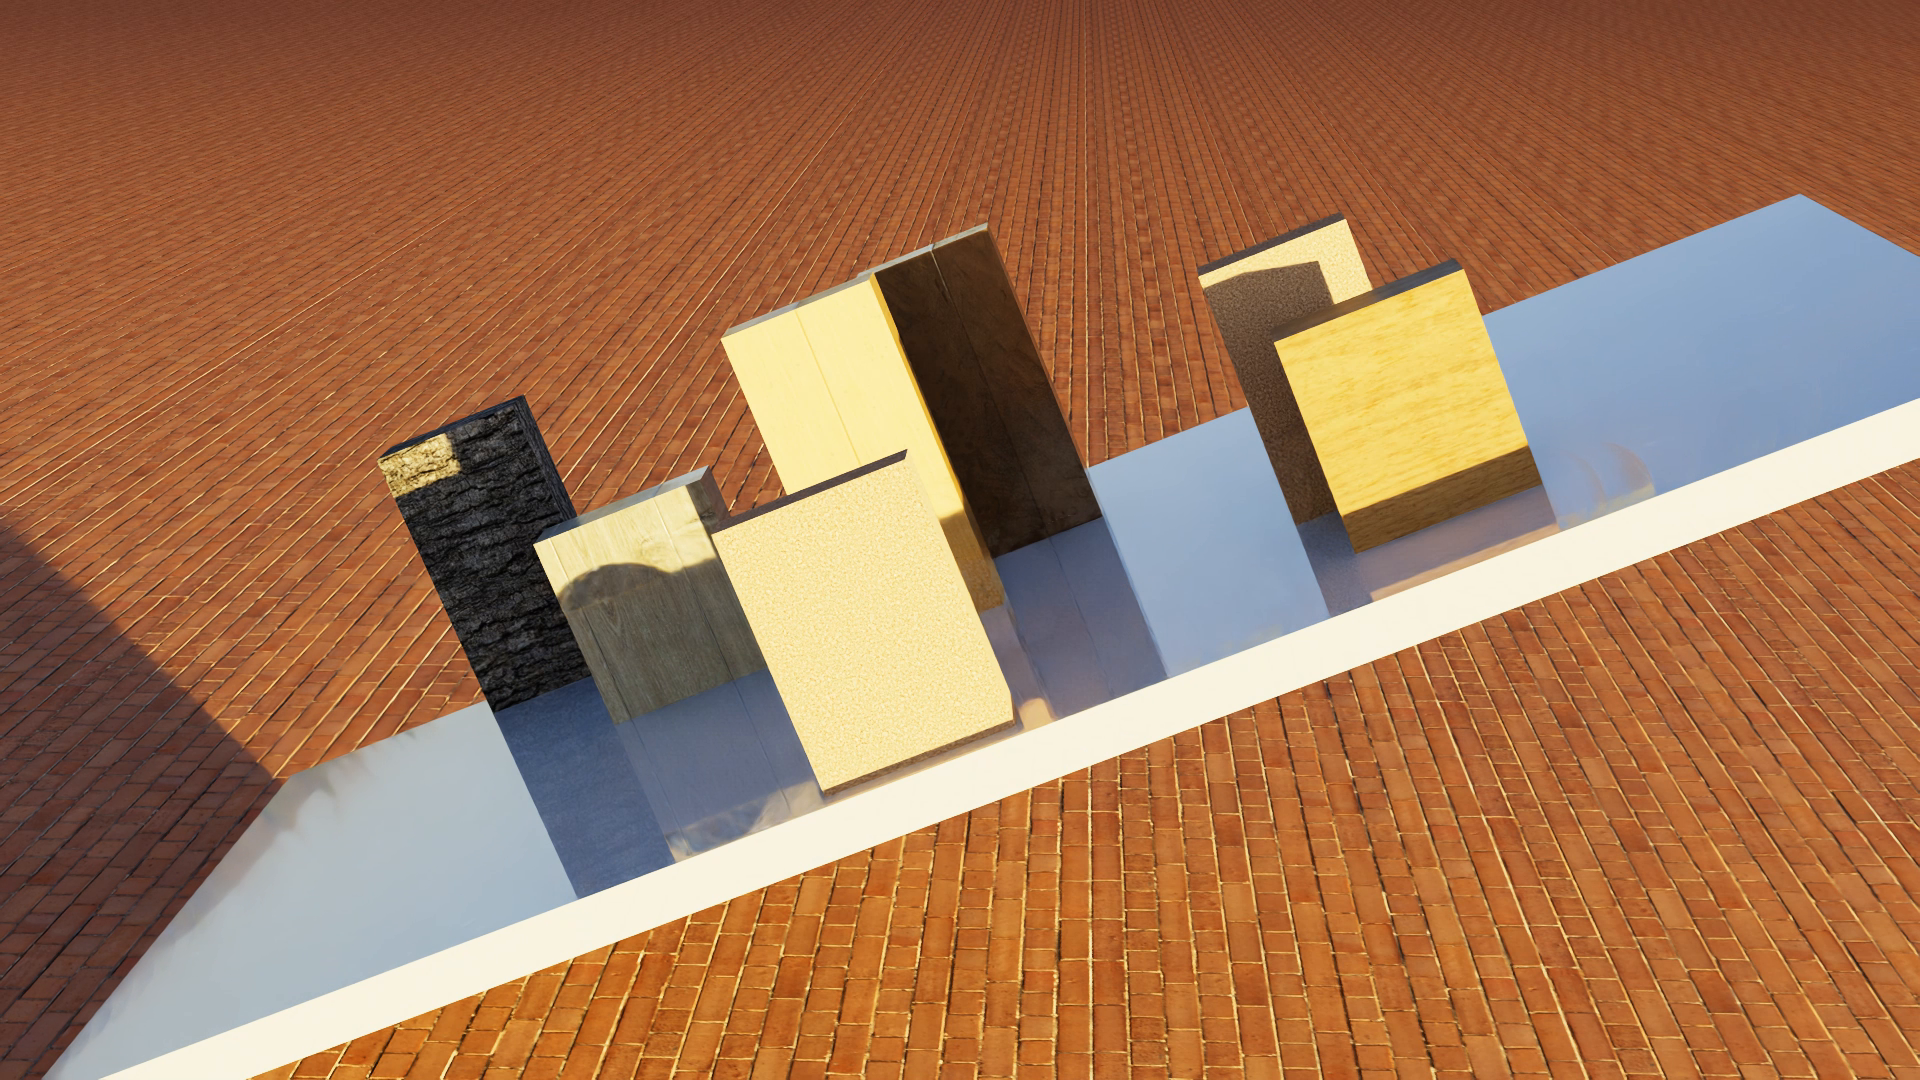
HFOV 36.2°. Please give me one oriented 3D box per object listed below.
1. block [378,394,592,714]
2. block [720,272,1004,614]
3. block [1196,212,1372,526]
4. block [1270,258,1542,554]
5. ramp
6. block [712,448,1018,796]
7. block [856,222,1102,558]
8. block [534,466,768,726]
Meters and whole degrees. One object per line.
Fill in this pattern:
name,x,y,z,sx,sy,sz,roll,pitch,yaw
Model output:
block,-1.110,0.035,7.227,0.361,0.687,0.148,-21,12,7
block,-0.202,-0.156,6.268,0.336,0.749,0.121,-21,12,7
block,0.719,-0.343,5.908,0.309,0.545,0.116,-21,12,7
block,0.841,-0.253,5.558,0.372,0.436,0.142,-21,12,7
ramp,0.124,0.173,6.290,4.000,0.100,2.000,-21,12,7
block,-0.171,0.153,5.384,0.379,0.535,0.099,-21,12,7
block,0.047,-0.329,6.668,0.316,0.707,0.102,-21,12,7
block,-0.671,0.124,6.615,0.406,0.451,0.145,-21,12,7
